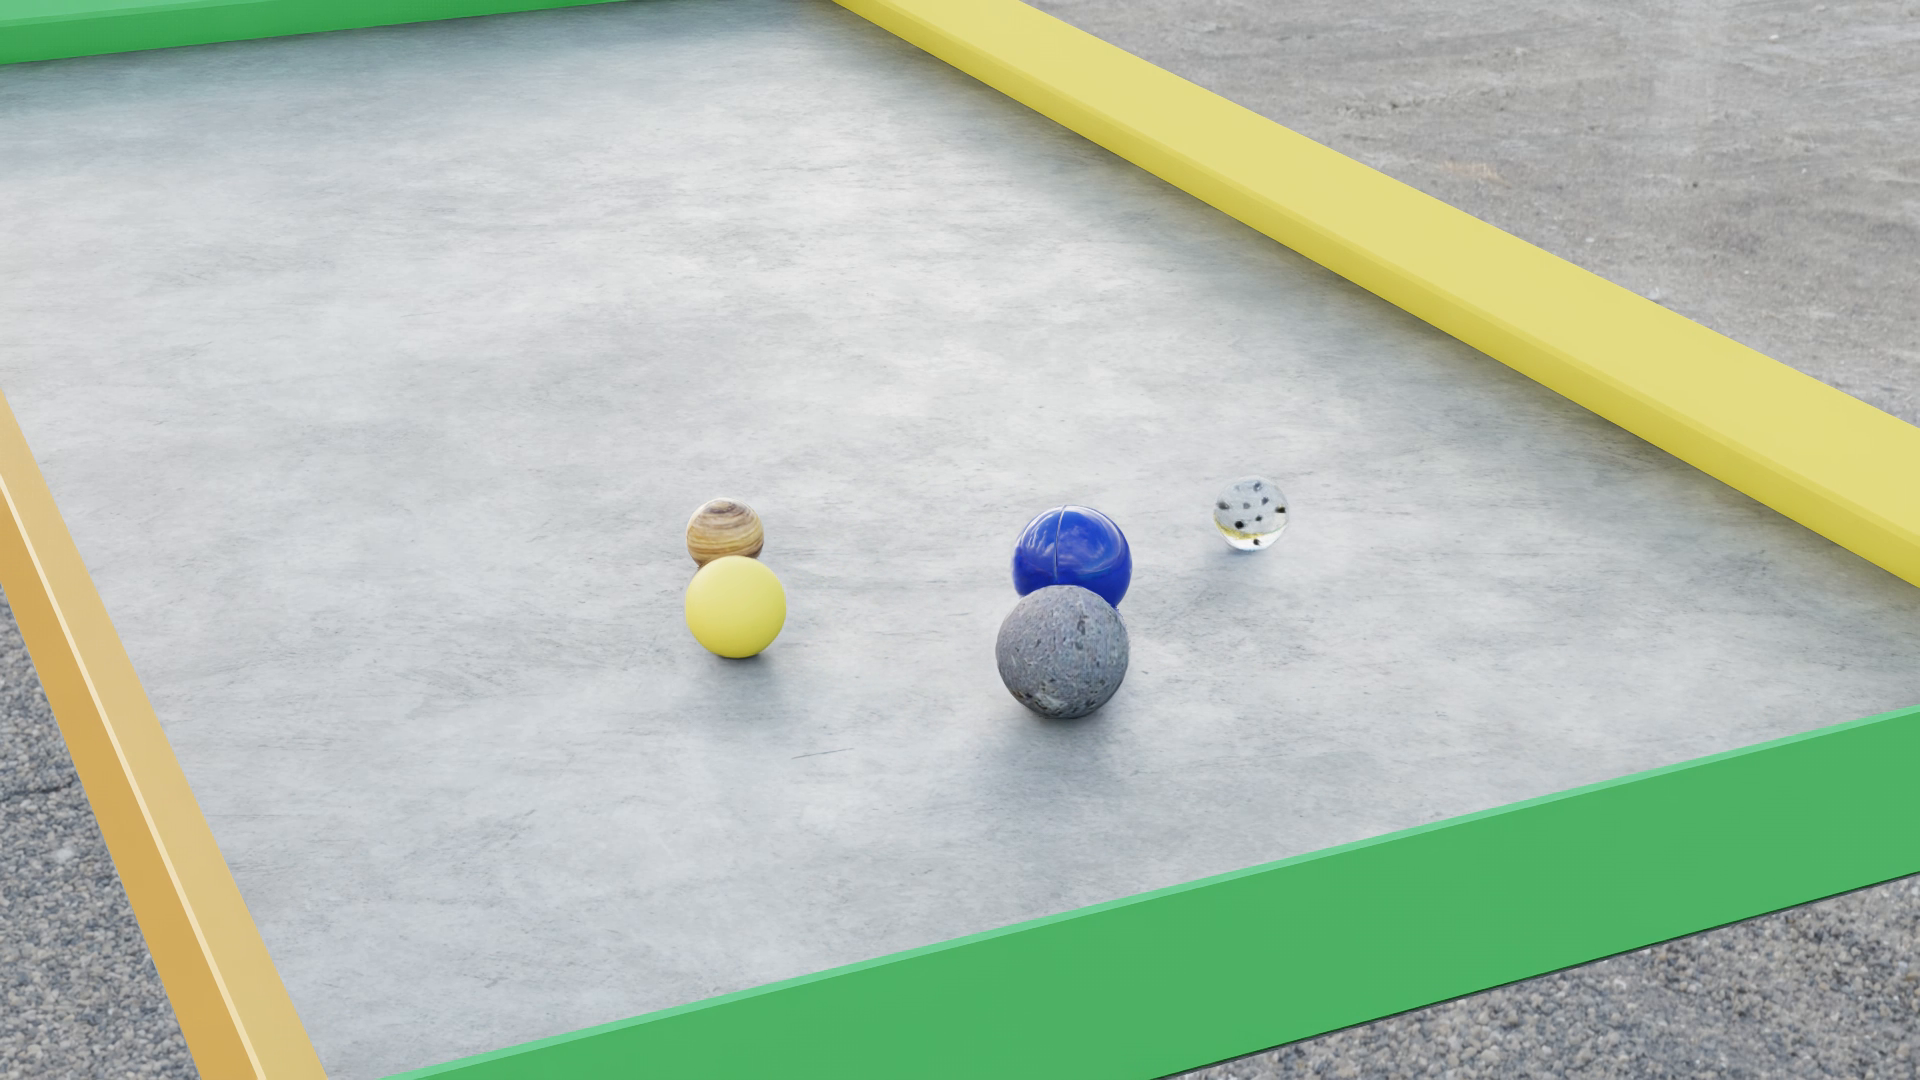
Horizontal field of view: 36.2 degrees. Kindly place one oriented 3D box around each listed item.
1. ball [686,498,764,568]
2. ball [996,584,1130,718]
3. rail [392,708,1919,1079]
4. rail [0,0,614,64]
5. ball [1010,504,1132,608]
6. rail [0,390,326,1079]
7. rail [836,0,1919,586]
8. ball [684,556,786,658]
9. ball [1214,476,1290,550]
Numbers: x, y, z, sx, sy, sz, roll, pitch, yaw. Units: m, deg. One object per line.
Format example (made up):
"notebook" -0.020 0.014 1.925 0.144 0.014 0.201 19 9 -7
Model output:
"ball" -0.180 -0.003 2.252 0.060 0.060 0.060 0 23 0
"ball" 0.071 0.077 2.029 0.092 0.092 0.092 0 23 0
"rail" 0.265 0.205 1.696 1.325 0.120 0.045 -10 26 -23
"rail" -0.814 -0.718 3.822 1.325 0.120 0.045 -10 26 -23
"ball" 0.082 0.019 2.165 0.090 0.090 0.090 0 23 0
"rail" -0.854 -0.149 2.512 0.045 0.120 2.605 -10 26 -23
"rail" 0.305 -0.364 3.006 0.045 0.120 2.605 -10 26 -23
"ball" -0.162 0.048 2.119 0.074 0.074 0.074 0 23 0
"ball" 0.227 -0.021 2.296 0.059 0.059 0.059 0 23 0
